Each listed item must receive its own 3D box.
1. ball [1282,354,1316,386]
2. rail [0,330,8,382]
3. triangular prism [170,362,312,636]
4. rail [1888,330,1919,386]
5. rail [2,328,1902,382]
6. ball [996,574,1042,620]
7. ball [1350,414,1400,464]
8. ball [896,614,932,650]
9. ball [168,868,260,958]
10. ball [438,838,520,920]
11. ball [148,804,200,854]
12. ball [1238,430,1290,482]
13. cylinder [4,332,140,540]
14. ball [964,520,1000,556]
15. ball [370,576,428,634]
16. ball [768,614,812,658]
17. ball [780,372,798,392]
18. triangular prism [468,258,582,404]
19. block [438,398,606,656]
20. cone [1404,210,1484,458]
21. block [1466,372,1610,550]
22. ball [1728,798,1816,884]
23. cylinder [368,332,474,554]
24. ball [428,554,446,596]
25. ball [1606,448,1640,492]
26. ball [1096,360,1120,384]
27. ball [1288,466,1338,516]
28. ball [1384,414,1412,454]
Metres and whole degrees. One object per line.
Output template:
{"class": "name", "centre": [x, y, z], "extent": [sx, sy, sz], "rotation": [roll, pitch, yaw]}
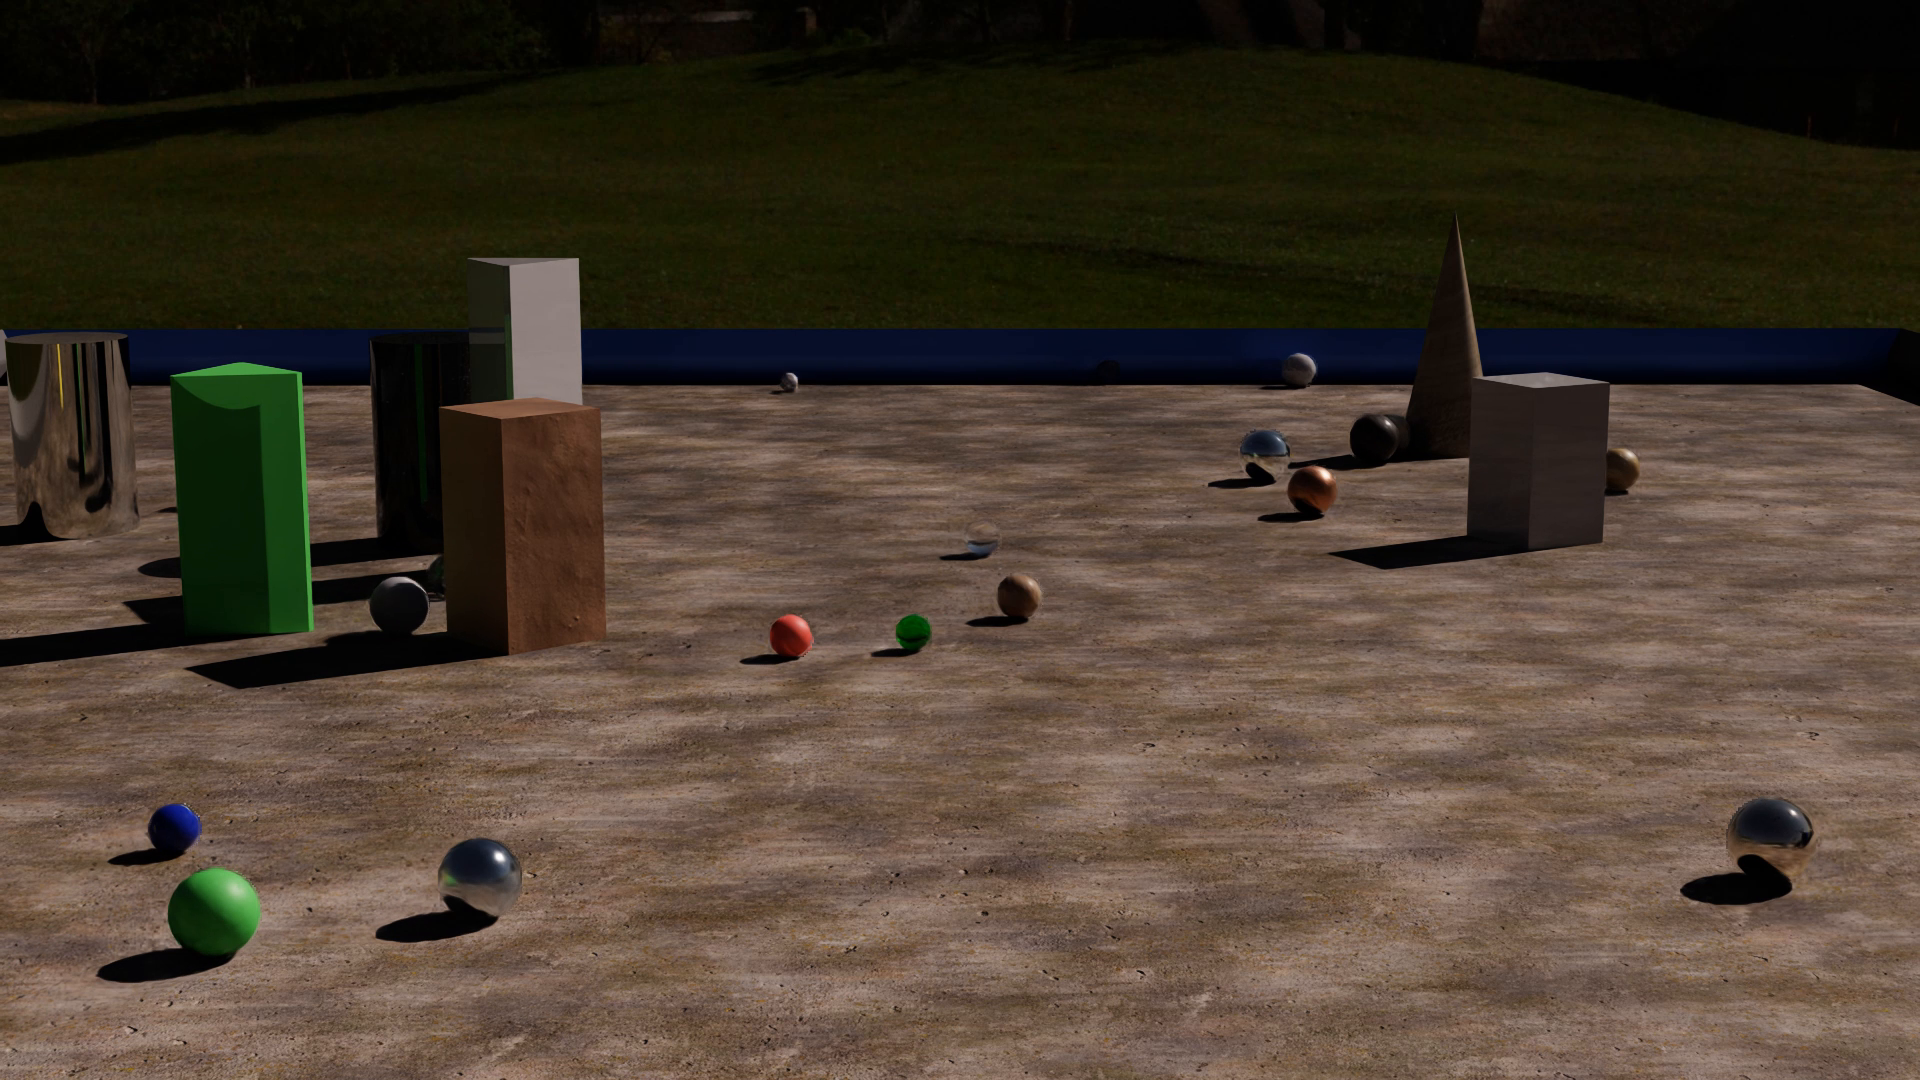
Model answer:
{"class": "ball", "centre": [0.762, -0.382, 5.767], "extent": [0.076, 0.076, 0.076], "rotation": [0, 11, 0]}
{"class": "rail", "centre": [-2.146, 0.033, 3.438], "extent": [0.045, 0.118, 4.926], "rotation": [0, 11, 0]}
{"class": "triangular prism", "centre": [-0.927, -0.056, 3.328], "extent": [0.157, 0.335, 0.136], "rotation": [-2, 11, -12]}
{"class": "rail", "centre": [2.146, 0.028, 3.462], "extent": [0.045, 0.118, 4.926], "rotation": [0, 11, 0]}
{"class": "rail", "centre": [-0.014, -0.419, 5.847], "extent": [4.339, 0.118, 0.045], "rotation": [0, 11, 0]}
{"class": "ball", "centre": [0.078, 0.074, 3.377], "extent": [0.059, 0.059, 0.059], "rotation": [0, 11, 0]}
{"class": "ball", "centre": [0.755, -0.185, 4.676], "extent": [0.091, 0.091, 0.091], "rotation": [0, 11, 0]}
{"class": "ball", "centre": [-0.058, 0.116, 3.199], "extent": [0.045, 0.045, 0.045], "rotation": [0, 11, 0]}
{"class": "ball", "centre": [-0.613, 0.306, 2.106], "extent": [0.072, 0.072, 0.072], "rotation": [0, 11, 0]}
{"class": "ball", "centre": [-0.412, 0.290, 2.197], "extent": [0.070, 0.070, 0.070], "rotation": [0, 11, 0]}
{"class": "ball", "centre": [-0.730, 0.268, 2.382], "extent": [0.046, 0.046, 0.046], "rotation": [0, 11, 0]}
{"class": "ball", "centre": [0.532, -0.148, 4.479], "extent": [0.090, 0.090, 0.090], "rotation": [0, 11, 0]}
{"class": "cylinder", "centre": [-1.383, -0.165, 4.000], "extent": [0.181, 0.301, 0.181], "rotation": [0, 11, 0]}
{"class": "ball", "centre": [0.033, -0.004, 3.811], "extent": [0.054, 0.054, 0.054], "rotation": [0, 11, 0]}
{"class": "ball", "centre": [-0.719, 0.084, 3.287], "extent": [0.074, 0.074, 0.074], "rotation": [0, 11, 0]}
{"class": "ball", "centre": [-0.209, 0.119, 3.163], "extent": [0.052, 0.052, 0.052], "rotation": [0, 11, 0]}
{"class": "ball", "centre": [-0.378, -0.350, 5.687], "extent": [0.042, 0.042, 0.042], "rotation": [0, 11, 0]}
{"class": "triangular prism", "centre": [-0.644, -0.177, 3.673], "extent": [0.136, 0.446, 0.157], "rotation": [6, 12, 30]}
{"class": "block", "centre": [-0.553, -0.021, 3.248], "extent": [0.145, 0.295, 0.145], "rotation": [-10, 14, -41]}
{"class": "cone", "centre": [0.917, -0.390, 4.791], "extent": [0.181, 0.452, 0.181], "rotation": [0, 11, 0]}
{"class": "block", "centre": [0.883, -0.122, 3.922], "extent": [0.145, 0.246, 0.145], "rotation": [-6, 12, -27]}
{"class": "ball", "centre": [0.727, 0.269, 2.297], "extent": [0.076, 0.076, 0.076], "rotation": [0, 11, 0]}
{"class": "cylinder", "centre": [-0.797, -0.150, 3.887], "extent": [0.181, 0.313, 0.181], "rotation": [0, 11, 0]}
{"class": "ball", "centre": [-0.701, 0.048, 3.520], "extent": [0.060, 0.060, 0.060], "rotation": [0, 11, 0]}
{"class": "ball", "centre": [1.122, -0.121, 4.375], "extent": [0.075, 0.075, 0.075], "rotation": [0, 11, 0]}
{"class": "ball", "centre": [0.336, -0.381, 5.823], "extent": [0.053, 0.053, 0.053], "rotation": [0, 11, 0]}
{"class": "ball", "centre": [0.570, -0.080, 4.146], "extent": [0.081, 0.081, 0.081], "rotation": [0, 11, 0]}
{"class": "ball", "centre": [0.804, -0.197, 4.779], "extent": [0.077, 0.077, 0.077], "rotation": [0, 11, 0]}
